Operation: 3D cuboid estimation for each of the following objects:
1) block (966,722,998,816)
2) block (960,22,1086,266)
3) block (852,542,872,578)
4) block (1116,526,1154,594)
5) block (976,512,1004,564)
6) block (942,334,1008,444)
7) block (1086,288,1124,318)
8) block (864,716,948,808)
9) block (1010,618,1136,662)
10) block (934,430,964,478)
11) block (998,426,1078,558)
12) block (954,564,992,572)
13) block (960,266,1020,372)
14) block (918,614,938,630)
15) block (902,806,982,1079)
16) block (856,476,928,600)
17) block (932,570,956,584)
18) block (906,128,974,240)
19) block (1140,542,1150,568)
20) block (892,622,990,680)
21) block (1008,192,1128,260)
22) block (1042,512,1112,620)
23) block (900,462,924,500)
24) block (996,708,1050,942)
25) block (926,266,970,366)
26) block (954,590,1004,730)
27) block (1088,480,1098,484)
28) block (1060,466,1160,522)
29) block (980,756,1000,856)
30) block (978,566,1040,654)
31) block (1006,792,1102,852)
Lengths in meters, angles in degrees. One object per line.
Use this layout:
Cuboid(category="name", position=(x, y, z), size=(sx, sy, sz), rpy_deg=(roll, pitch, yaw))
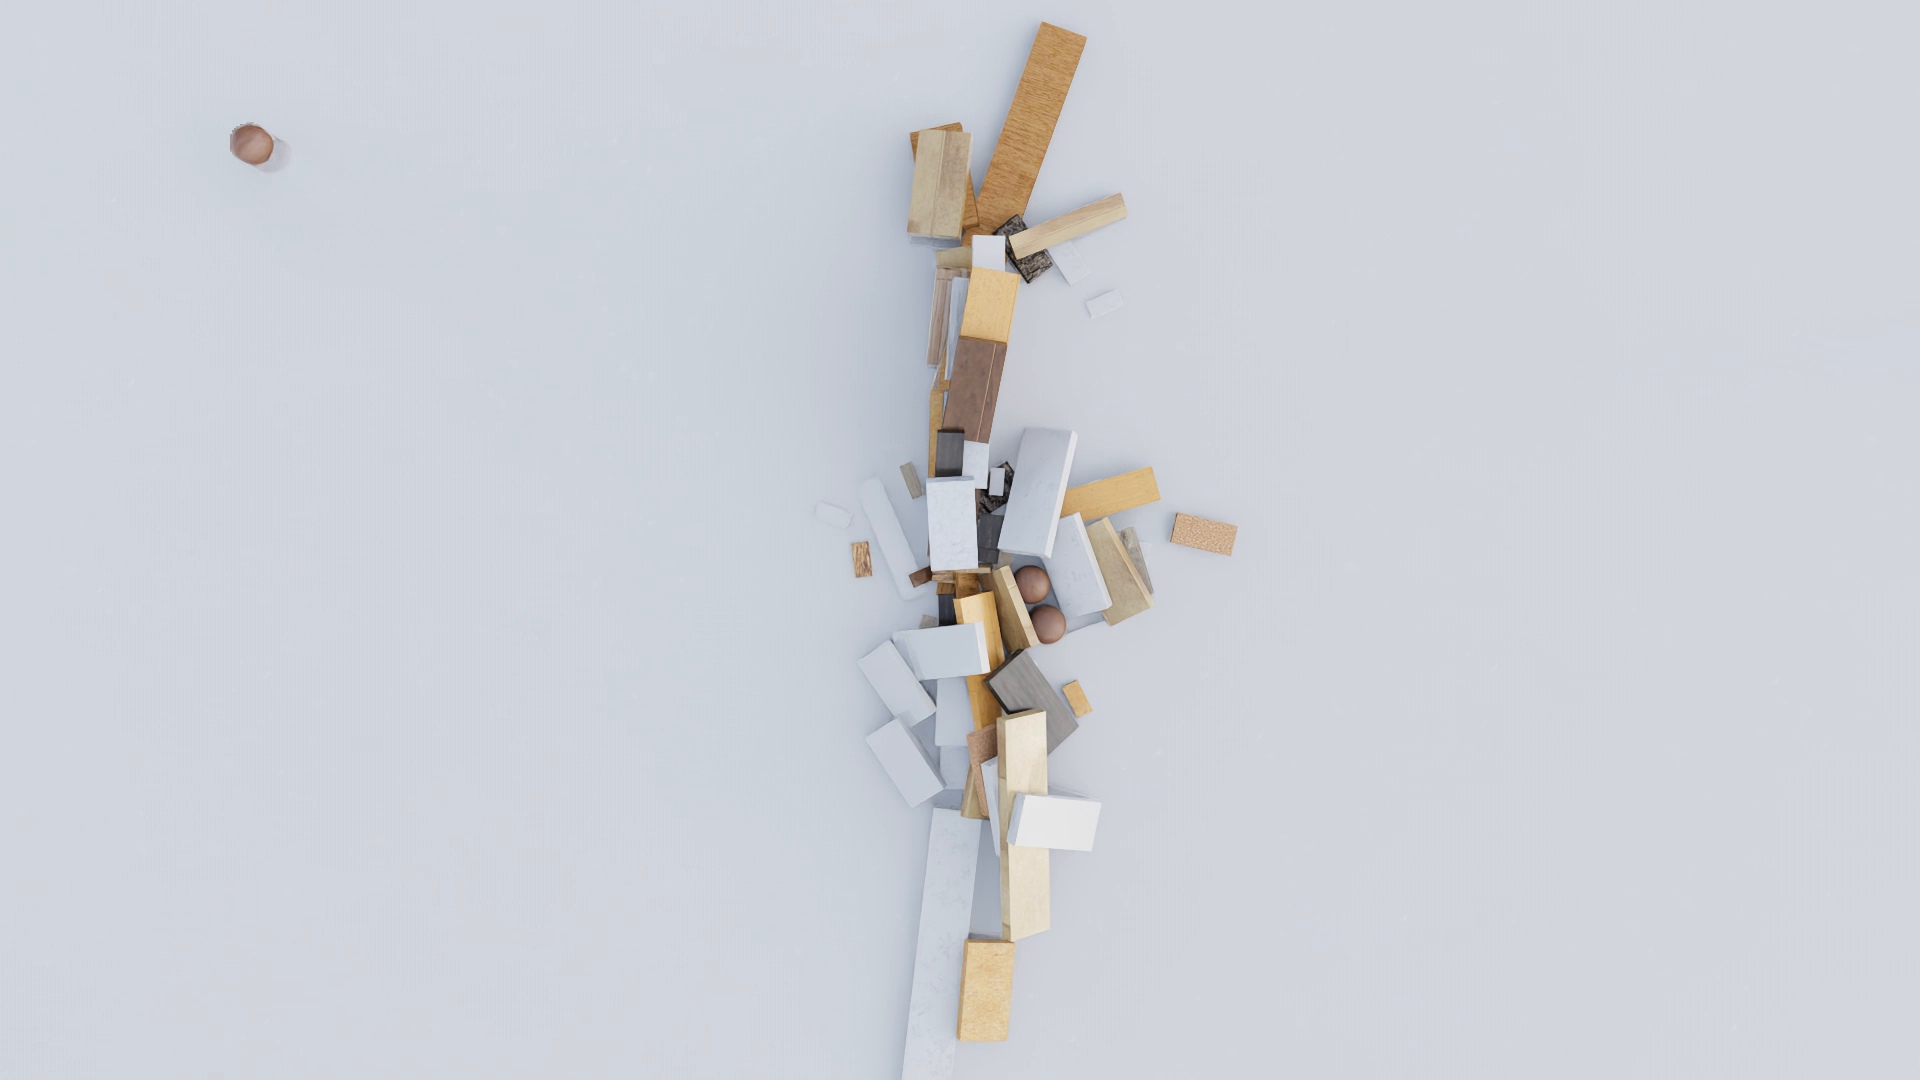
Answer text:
Cuboid(category="block", position=(0.110, 0.748, 5.397), size=(0.139, 0.039, 0.278), rpy_deg=(-20, 106, -36))
Cuboid(category="block", position=(0.188, -1.254, 5.477), size=(0.160, 0.045, 0.927), rpy_deg=(20, 90, 0))
Cuboid(category="block", position=(-0.326, 0.066, 5.492), size=(0.058, 0.016, 0.115), rpy_deg=(-7, 90, 0))
Cuboid(category="block", position=(0.552, 0.081, 5.451), size=(0.116, 0.033, 0.232), rpy_deg=(-17, 98, 4))
Cuboid(category="block", position=(0.096, -0.005, 5.433), size=(0.080, 0.023, 0.159), rpy_deg=(9, 94, 2))
Cuboid(category="block", position=(0.043, -0.476, 5.228), size=(0.154, 0.044, 0.328), rpy_deg=(8, 113, -7))
Cuboid(category="block", position=(0.482, -0.787, 5.492), size=(0.115, 0.016, 0.058), rpy_deg=(-23, 90, 0))
Cuboid(category="block", position=(-0.178, 0.734, 5.457), size=(0.139, 0.039, 0.278), rpy_deg=(-34, 90, 20))
Cuboid(category="block", position=(0.377, 0.334, 5.492), size=(0.422, 0.016, 0.058), rpy_deg=(-19, 90, 0))
Cuboid(category="block", position=(-0.033, -0.271, 5.282), size=(0.086, 0.024, 0.173), rpy_deg=(1, 121, -4))
Cuboid(category="block", position=(0.255, -0.159, 5.398), size=(0.172, 0.049, 0.422), rpy_deg=(7, 78, 28))
Cuboid(category="block", position=(0.045, 0.092, 5.426), size=(0.119, 0.059, 0.017), rpy_deg=(0, 104, 9))
Cuboid(category="block", position=(0.087, -0.700, 5.215), size=(0.154, 0.044, 0.308), rpy_deg=(9, 100, -7))
Cuboid(category="block", position=(-0.113, 0.308, 5.492), size=(0.058, 0.016, 0.115), rpy_deg=(15, 90, 0))
Cuboid(category="block", position=(-0.062, 1.364, 5.477), size=(0.163, 0.046, 0.946), rpy_deg=(7, 90, 0))
Cuboid(category="block", position=(-0.228, -0.005, 5.488), size=(0.086, 0.024, 0.417), rpy_deg=(-23, 90, 0))
Cuboid(category="block", position=(-0.033, 0.113, 5.472), size=(0.119, 0.017, 0.059), rpy_deg=(7, 92, -10))
Cuboid(category="block", position=(-0.065, -1.164, 5.402), size=(0.172, 0.049, 0.344), rpy_deg=(7, 88, 9))
Cuboid(category="block", position=(0.525, 0.045, 5.486), size=(0.204, 0.029, 0.102), rpy_deg=(9, 90, 0))
Cuboid(category="block", position=(-0.063, 0.367, 5.389), size=(0.329, 0.047, 0.165), rpy_deg=(-9, 90, 34))
Cuboid(category="block", position=(0.357, -1.037, 5.447), size=(0.412, 0.023, 0.080), rpy_deg=(-23, 102, -9))
Cuboid(category="block", position=(0.367, 0.085, 5.417), size=(0.163, 0.046, 0.327), rpy_deg=(-16, 98, 31))
Cuboid(category="block", position=(-0.160, -0.198, 5.494), size=(0.045, 0.013, 0.119), rpy_deg=(-22, 90, 0))
Cuboid(category="block", position=(0.208, 0.928, 5.371), size=(0.163, 0.046, 0.746), rpy_deg=(-9, 102, -34))
Cuboid(category="block", position=(-0.014, -0.728, 5.396), size=(0.160, 0.045, 0.320), rpy_deg=(5, 112, -5))
Cuboid(category="block", position=(0.081, 0.401, 5.425), size=(0.138, 0.039, 0.450), rpy_deg=(-13, 96, -36))
Cuboid(category="block", position=(0.293, -0.074, 5.486), size=(0.411, 0.029, 0.102), rpy_deg=(-24, 90, 0))
Cuboid(category="block", position=(0.469, -0.138, 5.455), size=(0.372, 0.033, 0.116), rpy_deg=(-16, 90, 0))
Cuboid(category="block", position=(0.170, 0.858, 5.394), size=(0.163, 0.046, 0.327), rpy_deg=(-20, 108, -34))
Cuboid(category="block", position=(0.159, 0.229, 5.432), size=(0.039, 0.138, 0.275), rpy_deg=(-22, 90, -35))
Cuboid(category="block", position=(0.309, 0.920, 5.384), size=(0.329, 0.047, 0.165), rpy_deg=(12, 90, -36))
